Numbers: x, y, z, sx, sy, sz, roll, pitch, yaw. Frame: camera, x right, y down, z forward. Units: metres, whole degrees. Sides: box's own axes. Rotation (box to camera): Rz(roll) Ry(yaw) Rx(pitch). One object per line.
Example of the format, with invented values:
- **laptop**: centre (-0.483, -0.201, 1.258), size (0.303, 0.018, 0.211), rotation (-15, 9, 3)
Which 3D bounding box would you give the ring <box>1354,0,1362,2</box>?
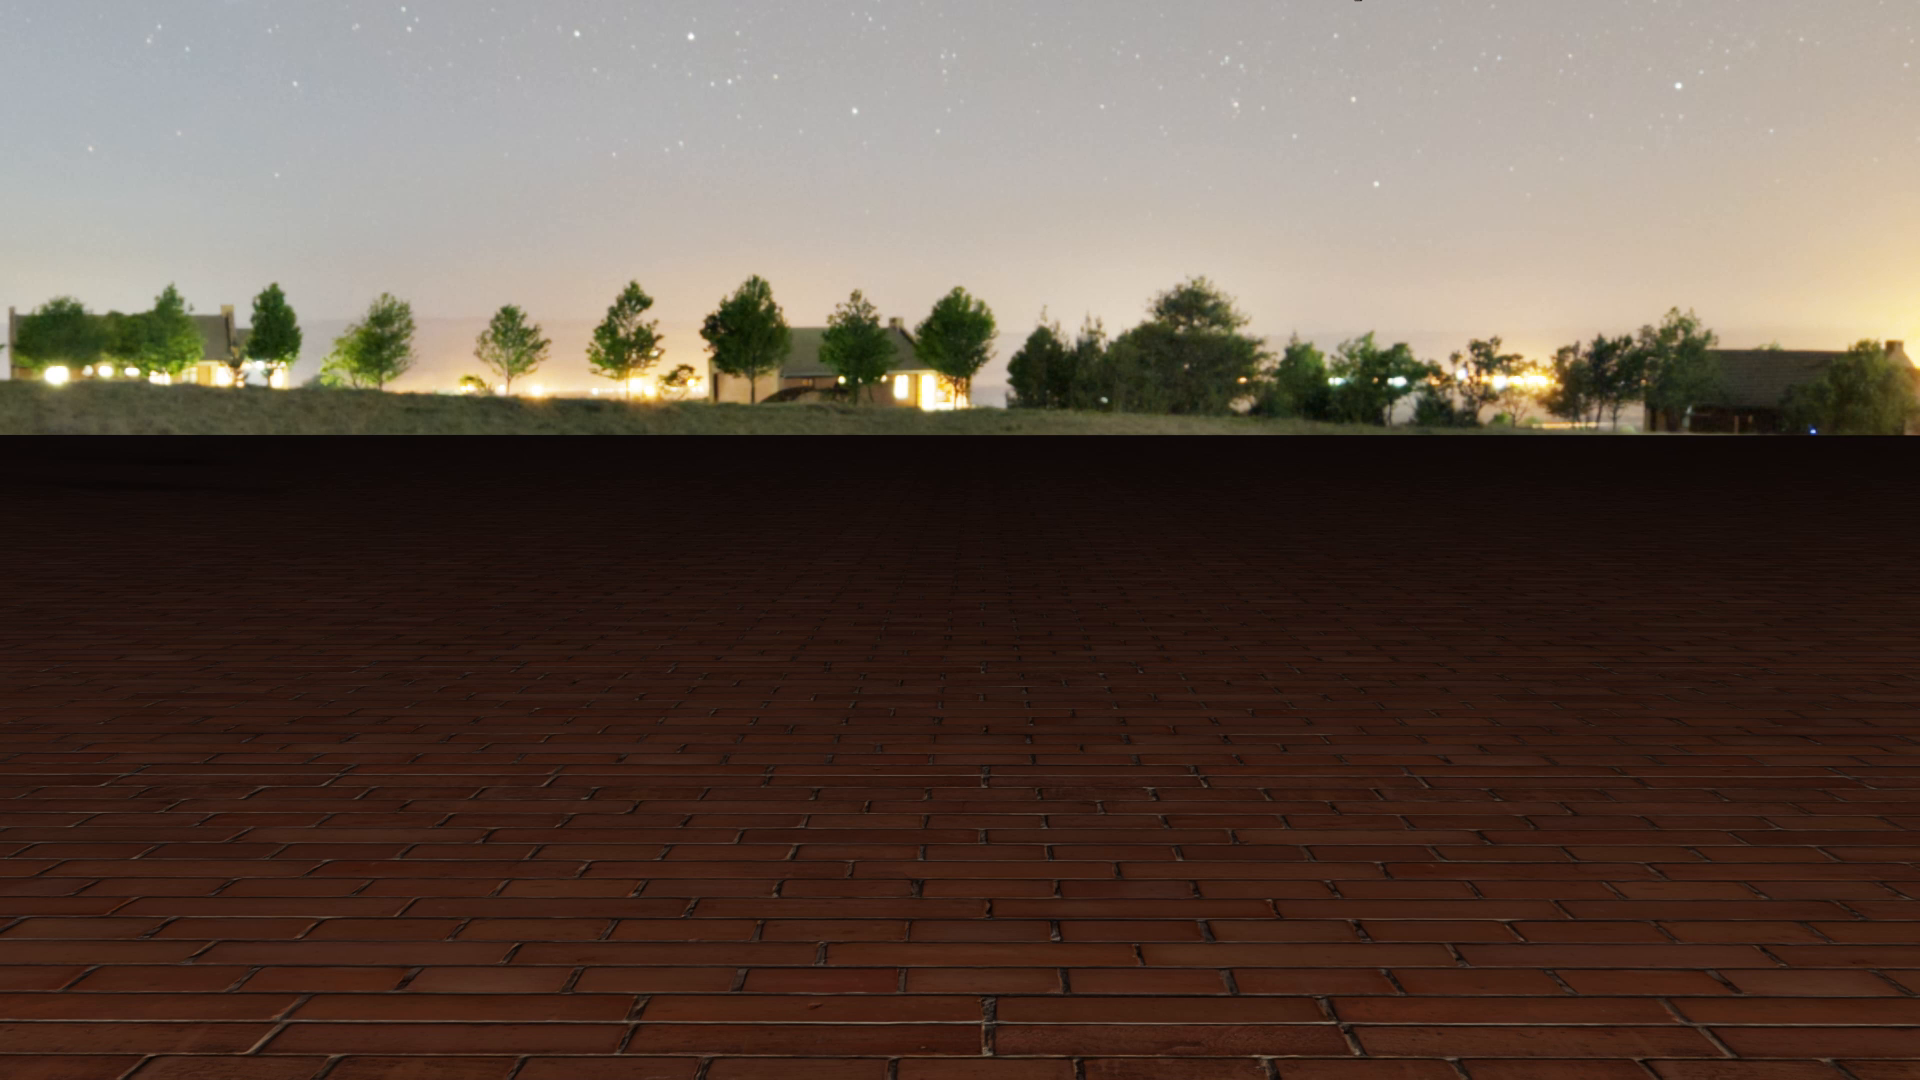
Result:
- **ring**: centre (1.500, -2.070, 8.279), size (0.069, 0.088, 0.050), rotation (2, 33, 22)
